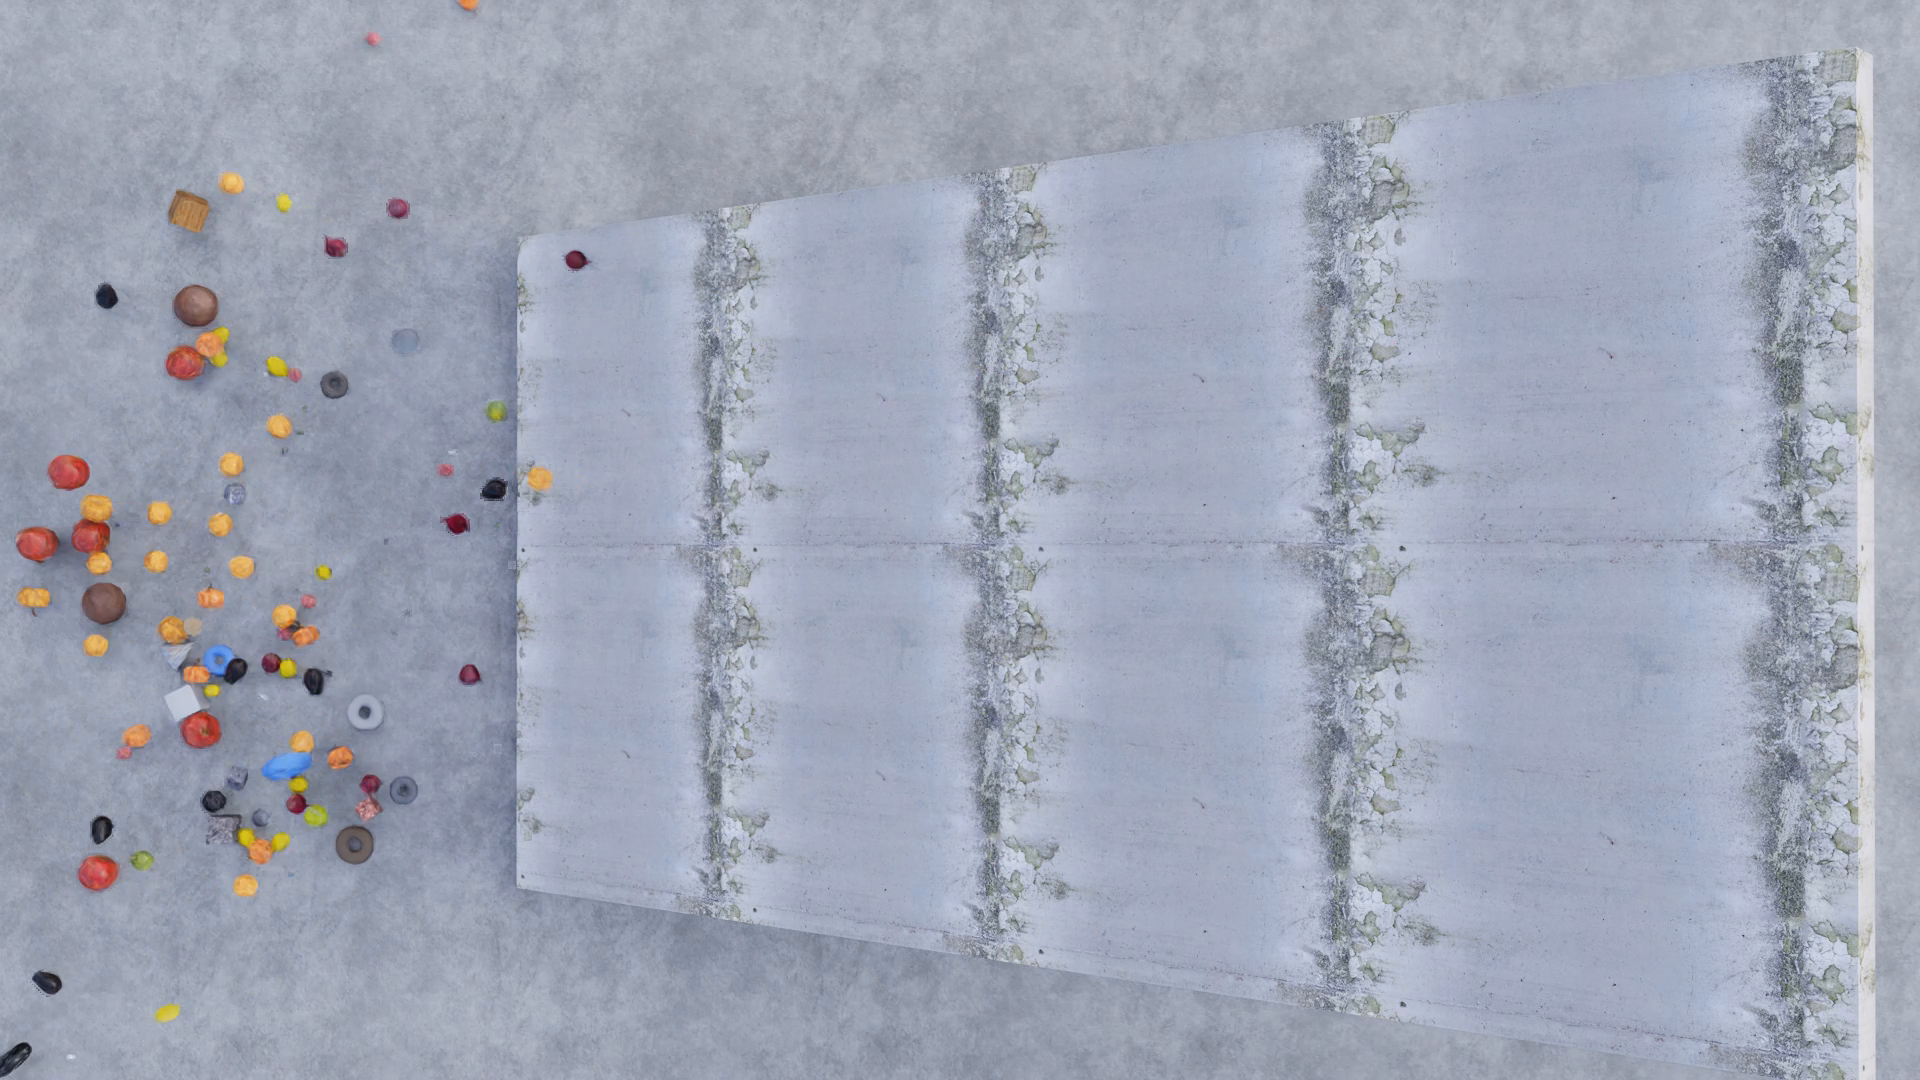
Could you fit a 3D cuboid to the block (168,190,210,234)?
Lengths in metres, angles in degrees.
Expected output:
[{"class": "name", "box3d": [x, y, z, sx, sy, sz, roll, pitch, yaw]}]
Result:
[{"class": "block", "box3d": [-2.373, -1.012, 6.767, 0.090, 0.090, 0.090, 19, 104, -33]}]

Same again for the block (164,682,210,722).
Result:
[{"class": "block", "box3d": [-2.387, 0.501, 6.794, 0.086, 0.086, 0.086, -27, 90, 0]}]

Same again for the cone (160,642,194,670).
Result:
[{"class": "cone", "box3d": [-2.414, 0.343, 6.817, 0.090, 0.090, 0.090, -37, 90, -27]}]

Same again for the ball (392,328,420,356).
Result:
[{"class": "ball", "box3d": [-1.712, -0.614, 6.802, 0.084, 0.084, 0.084, 0, 90, 0]}]

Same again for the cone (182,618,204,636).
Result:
[{"class": "cone", "box3d": [-2.371, 0.258, 6.809, 0.060, 0.060, 0.060, -3, 108, -9]}]

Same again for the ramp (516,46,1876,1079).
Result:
[{"class": "ramp", "box3d": [0.210, 0.061, 5.526, 4.000, 0.100, 2.000, 0, 90, 40]}]

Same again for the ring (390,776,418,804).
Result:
[{"class": "ring", "box3d": [-1.726, 0.776, 6.820, 0.089, 0.030, 0.089, 0, 88, -1]}]

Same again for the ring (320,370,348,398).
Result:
[{"class": "ring", "box3d": [-1.942, -0.483, 6.829, 0.087, 0.029, 0.087, 0, 91, 0]}]

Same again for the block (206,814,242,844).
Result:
[{"class": "block", "box3d": [-2.275, 0.893, 6.793, 0.082, 0.082, 0.082, 0, 90, 0]}]

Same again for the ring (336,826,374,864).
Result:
[{"class": "ring", "box3d": [-1.875, 0.945, 6.814, 0.121, 0.040, 0.121, 0, 93, 2]}]

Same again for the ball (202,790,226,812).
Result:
[{"class": "ball", "box3d": [-2.307, 0.807, 6.801, 0.068, 0.068, 0.068, 0, 90, 0]}]

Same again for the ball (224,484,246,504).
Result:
[{"class": "ball", "box3d": [-2.245, -0.142, 6.807, 0.067, 0.067, 0.067, 0, 90, 0]}]

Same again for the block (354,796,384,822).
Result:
[{"class": "block", "box3d": [-1.829, 0.833, 6.806, 0.054, 0.054, 0.054, -37, 90, 2]}]

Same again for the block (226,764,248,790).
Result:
[{"class": "block", "box3d": [-2.232, 0.735, 6.790, 0.051, 0.051, 0.051, 18, 52, -6]}]

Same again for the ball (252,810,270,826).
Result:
[{"class": "ball", "box3d": [-2.166, 0.860, 6.808, 0.053, 0.053, 0.053, 0, 90, 0]}]

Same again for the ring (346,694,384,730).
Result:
[{"class": "ring", "box3d": [-1.845, 0.535, 6.818, 0.115, 0.038, 0.115, 0, 89, 1]}]

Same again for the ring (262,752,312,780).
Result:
[{"class": "ring", "box3d": [-2.001, 0.672, 6.541, 0.145, 0.145, 0.048, -20, 76, 0]}]

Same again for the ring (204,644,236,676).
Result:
[{"class": "ring", "box3d": [-2.297, 0.373, 6.822, 0.097, 0.032, 0.097, 0, 89, 0]}]
